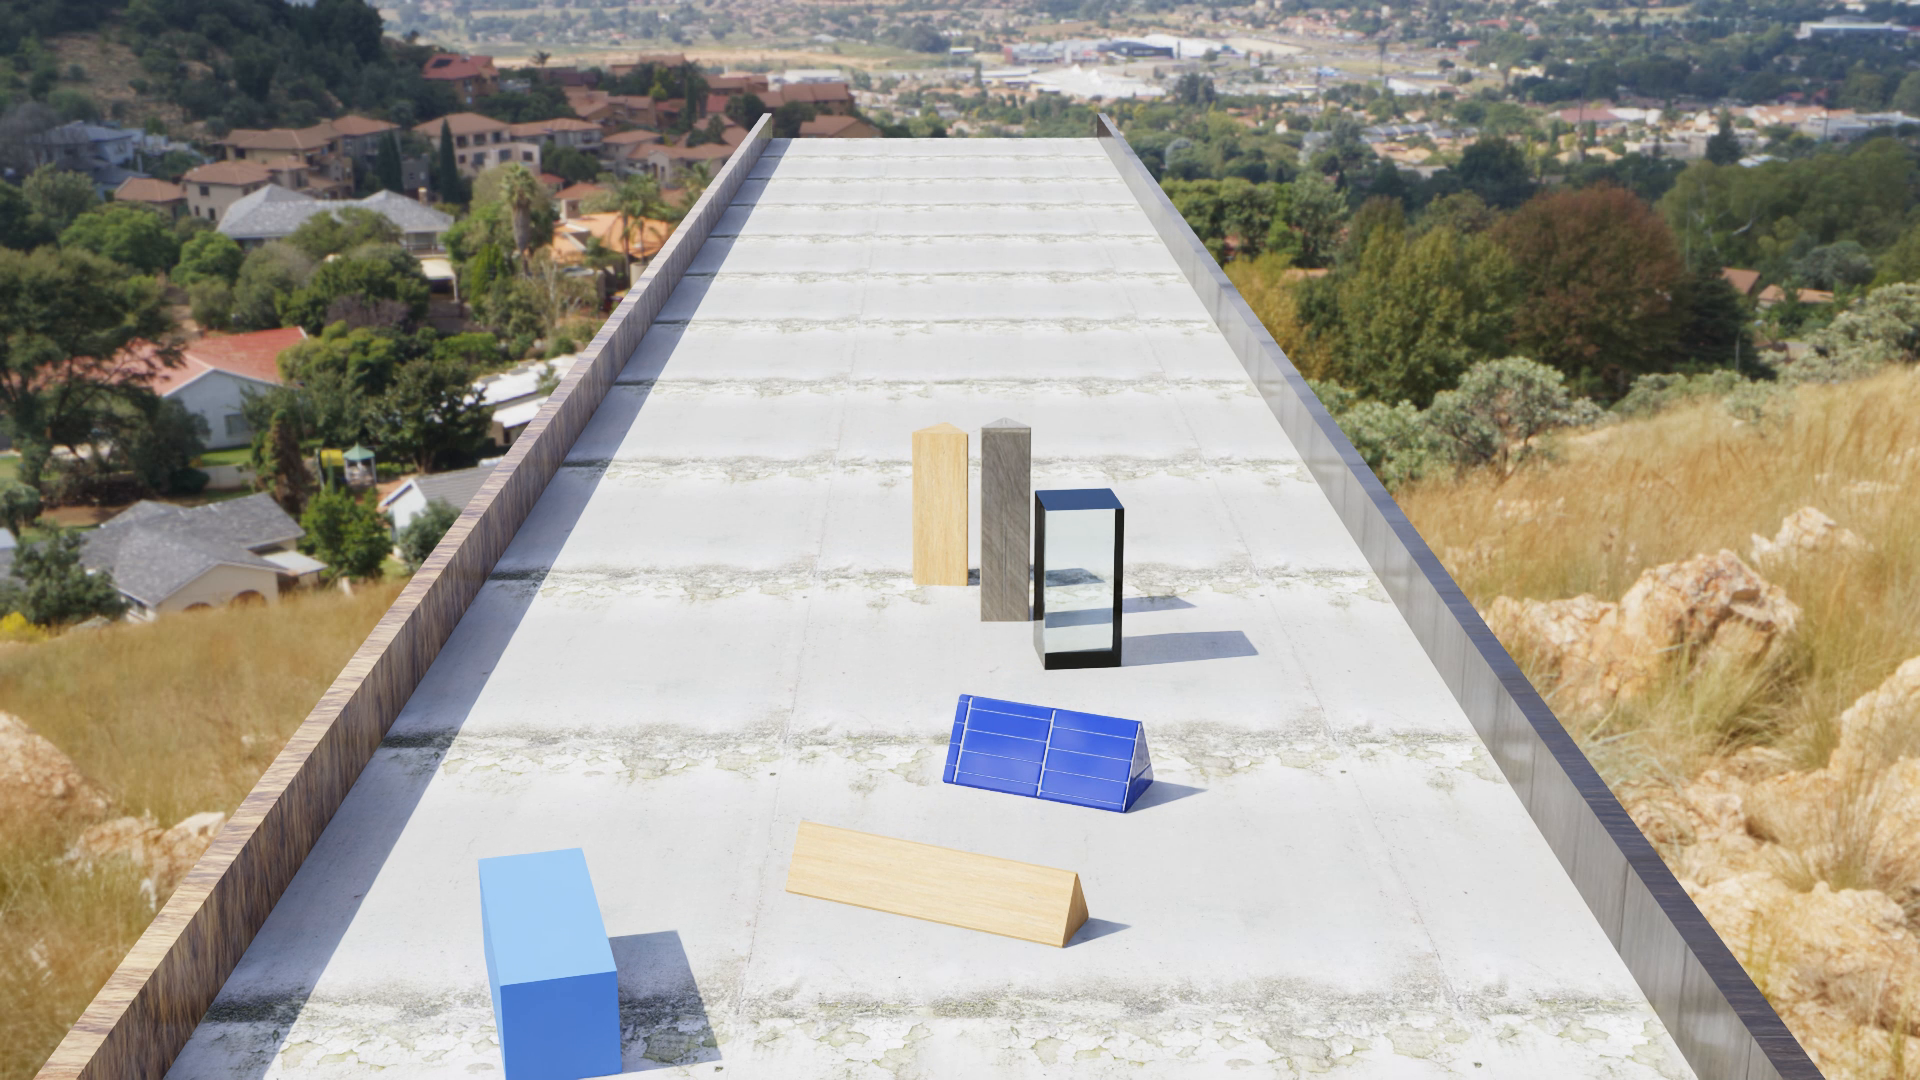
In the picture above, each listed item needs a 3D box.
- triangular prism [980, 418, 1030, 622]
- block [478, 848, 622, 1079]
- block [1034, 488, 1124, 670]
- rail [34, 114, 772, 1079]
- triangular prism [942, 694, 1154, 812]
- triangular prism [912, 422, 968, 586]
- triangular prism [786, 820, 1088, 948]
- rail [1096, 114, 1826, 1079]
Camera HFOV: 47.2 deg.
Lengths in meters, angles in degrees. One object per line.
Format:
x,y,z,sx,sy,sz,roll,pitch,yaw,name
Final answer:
0.094,-0.043,4.631,0.103,0.422,0.089,0,17,0,triangular prism
-0.568,0.578,3.021,0.148,0.148,0.395,-5,17,-15,block
0.235,0.077,4.393,0.154,0.328,0.154,-2,17,-6,block
-1.118,-0.838,7.780,0.050,0.150,12.000,0,17,-1,rail
0.153,0.352,3.793,0.332,0.134,0.155,7,18,22,triangular prism
-0.038,-0.081,4.890,0.122,0.347,0.105,2,17,6,triangular prism
-0.038,0.509,3.339,0.459,0.096,0.110,7,18,23,triangular prism
0.932,-0.844,7.801,0.050,0.150,12.000,0,17,-1,rail
